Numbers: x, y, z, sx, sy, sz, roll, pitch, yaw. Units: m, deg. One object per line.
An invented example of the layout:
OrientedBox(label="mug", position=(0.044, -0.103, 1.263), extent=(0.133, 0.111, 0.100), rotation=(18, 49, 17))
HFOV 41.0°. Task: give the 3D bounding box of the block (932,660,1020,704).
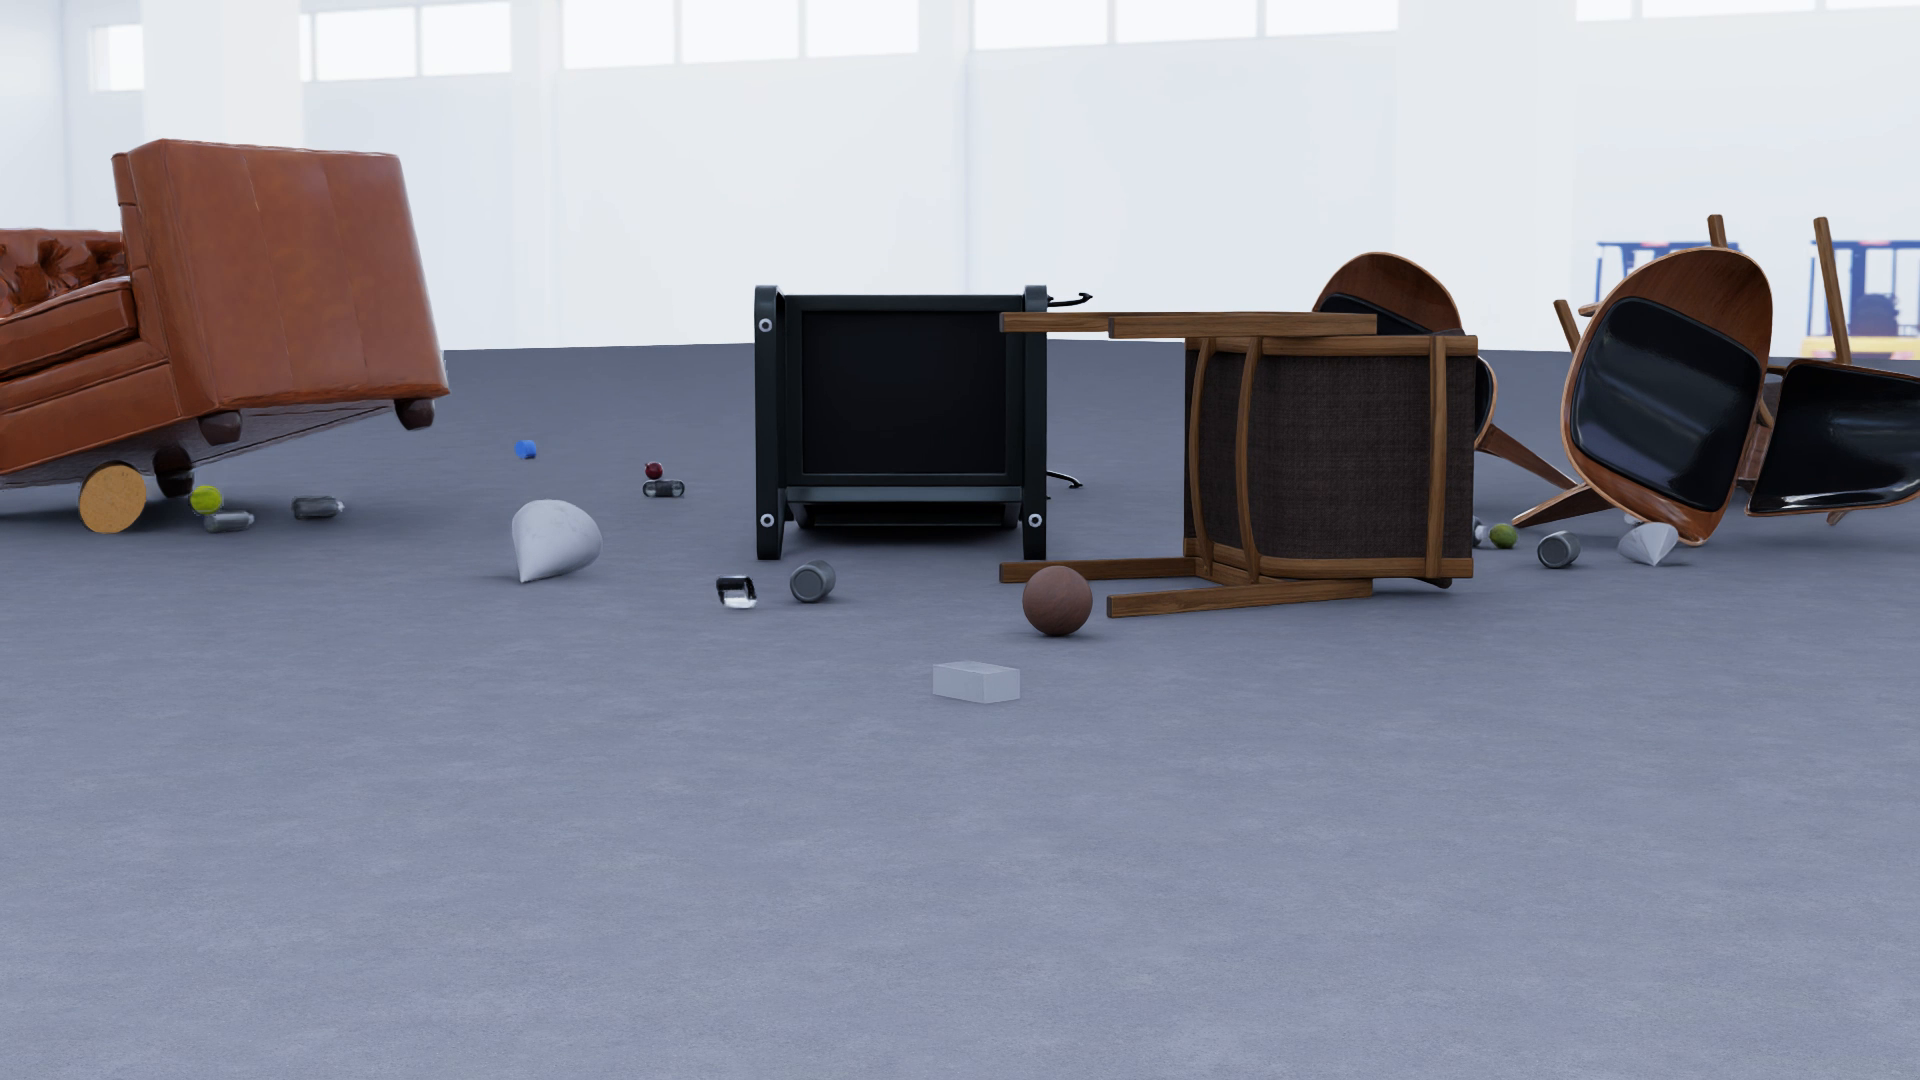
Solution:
OrientedBox(label="block", position=(0.025, 0.222, 4.027), extent=(0.074, 0.047, 0.124), rotation=(-5, 8, -40))

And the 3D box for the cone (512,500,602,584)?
OrientedBox(label="cone", position=(-0.918, 0.041, 5.601), extent=(0.211, 0.180, 0.223), rotation=(9, 30, 9))

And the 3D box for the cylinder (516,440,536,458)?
OrientedBox(label="cylinder", position=(-1.572, -0.327, 9.295), extent=(0.050, 0.062, 0.053), rotation=(-27, -19, 22))

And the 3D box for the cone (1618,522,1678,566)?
OrientedBox(label="cone", position=(1.578, 0.032, 5.859), extent=(0.140, 0.076, 0.119), rotation=(-29, -51, 27))

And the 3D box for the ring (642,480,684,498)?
OrientedBox(label="ring", position=(-0.887, -0.154, 7.675), extent=(0.127, 0.050, 0.080), rotation=(-2, 5, -9))

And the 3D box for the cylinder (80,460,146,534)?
OrientedBox(label="cylinder", position=(-2.196, -0.112, 6.647), extent=(0.152, 0.185, 0.180), rotation=(34, -6, -19))

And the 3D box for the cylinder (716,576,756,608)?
OrientedBox(label="cylinder", position=(-0.443, 0.102, 5.087), extent=(0.056, 0.047, 0.091), rotation=(1, -32, 12))
